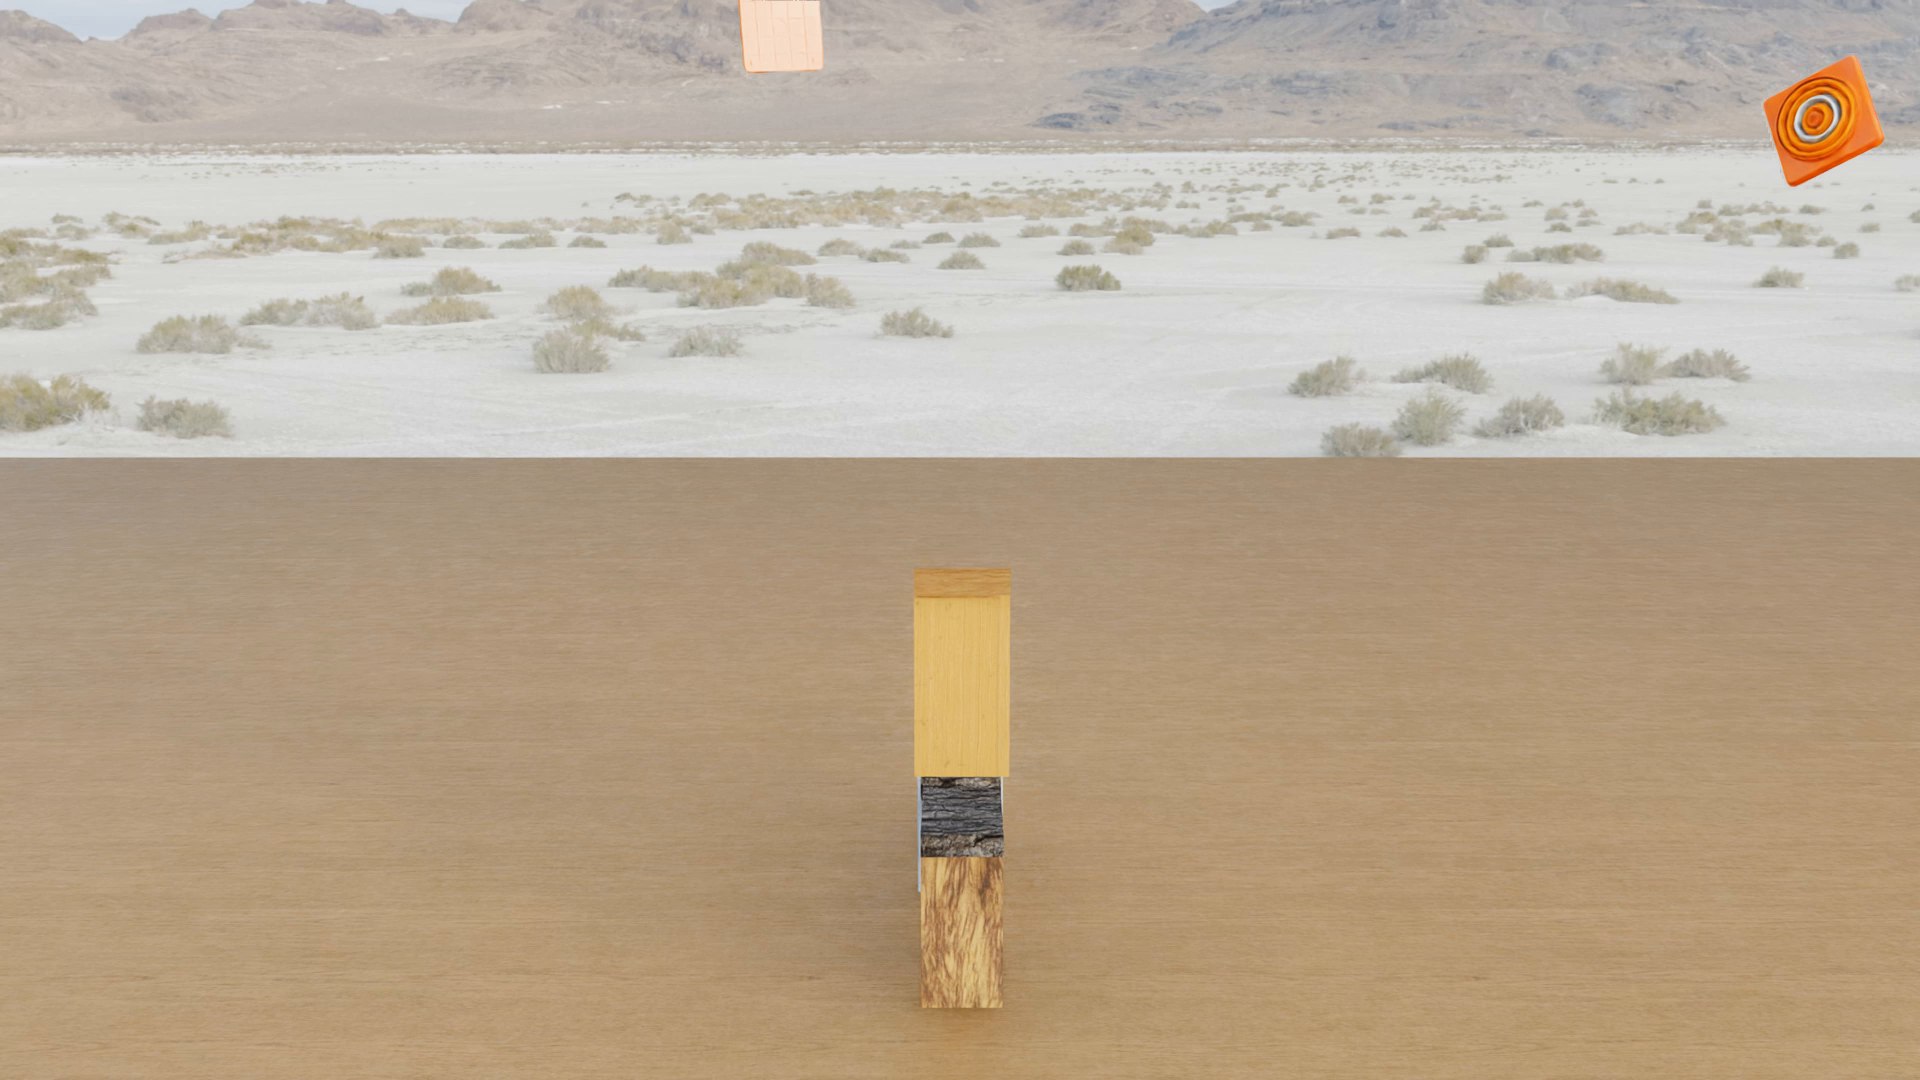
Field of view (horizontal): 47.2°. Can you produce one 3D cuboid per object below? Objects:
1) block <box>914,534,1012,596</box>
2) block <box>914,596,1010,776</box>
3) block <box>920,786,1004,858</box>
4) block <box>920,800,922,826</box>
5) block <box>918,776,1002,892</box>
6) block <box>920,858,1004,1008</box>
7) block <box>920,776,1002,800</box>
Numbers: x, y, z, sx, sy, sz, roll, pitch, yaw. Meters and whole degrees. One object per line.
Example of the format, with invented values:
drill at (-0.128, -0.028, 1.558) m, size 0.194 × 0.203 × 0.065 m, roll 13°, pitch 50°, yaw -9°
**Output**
block at (0.003, 0.036, 3.419) m, size 0.144 × 0.041 × 0.289 m, roll 0°, pitch 10°, yaw 0°
block at (0.003, 0.216, 3.355) m, size 0.144 × 0.289 × 0.041 m, roll 0°, pitch 11°, yaw 0°
block at (0.003, 0.413, 3.239) m, size 0.118 × 0.033 × 0.236 m, roll 0°, pitch 11°, yaw 0°
block at (0.001, 0.511, 3.424) m, size 0.123 × 0.246 × 0.035 m, roll 0°, pitch 11°, yaw 0°
block at (0.000, 0.446, 3.673) m, size 0.141 × 0.283 × 0.040 m, roll 0°, pitch 11°, yaw 0°
block at (0.003, 0.560, 3.186) m, size 0.118 × 0.236 × 0.033 m, roll 0°, pitch 11°, yaw 0°
block at (0.001, 0.358, 3.479) m, size 0.123 × 0.035 × 0.246 m, roll 0°, pitch 11°, yaw 0°
